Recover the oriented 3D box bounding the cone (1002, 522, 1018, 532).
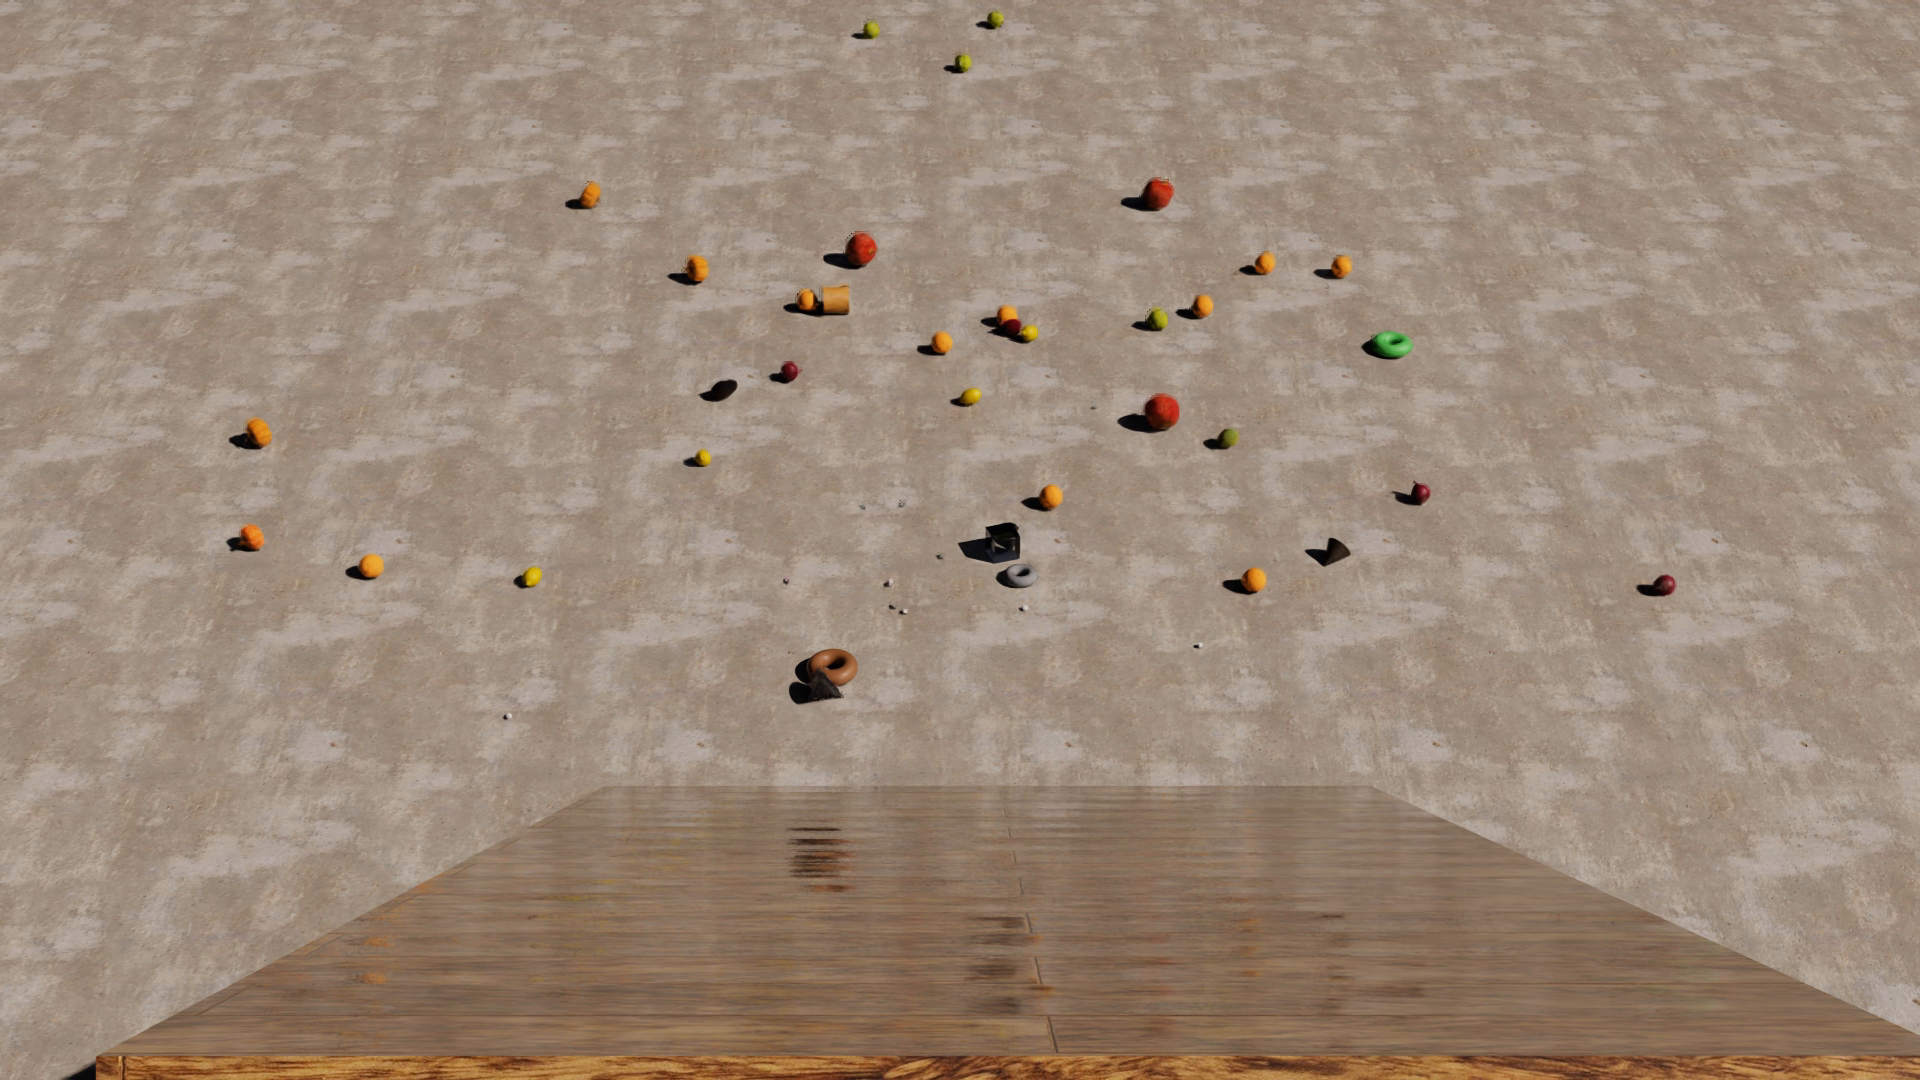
[{"bbox_3d":[0.146,-0.011,7.883,0.063,0.063,0.063,3,60,5],"label":"cone"}]

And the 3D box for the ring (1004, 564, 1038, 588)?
[{"bbox_3d":[0.180,0.105,7.704,0.100,0.033,0.100,-1,34,1],"label":"ring"}]

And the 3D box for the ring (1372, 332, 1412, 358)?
[{"bbox_3d":[1.476,-0.666,8.855,0.136,0.045,0.136,-1,33,1],"label":"ring"}]

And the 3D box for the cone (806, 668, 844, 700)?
[{"bbox_3d":[-0.366,0.419,7.221,0.098,0.098,0.098,24,32,-12],"label":"cone"}]

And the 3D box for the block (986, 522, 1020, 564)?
[{"bbox_3d":[0.128,0.009,7.805,0.082,0.082,0.082,-11,35,-16],"label":"block"}]

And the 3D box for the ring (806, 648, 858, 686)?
[{"bbox_3d":[-0.359,0.359,7.308,0.146,0.049,0.146,-1,35,0],"label":"ring"}]

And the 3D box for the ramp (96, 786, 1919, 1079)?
[{"bbox_3d":[0.074,0.647,4.776,2.000,0.100,4.000,0,-1,0],"label":"ramp"}]

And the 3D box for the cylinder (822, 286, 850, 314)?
[{"bbox_3d":[-0.434,-0.840,9.072,0.092,0.092,0.092,-3,34,-5],"label":"cylinder"}]

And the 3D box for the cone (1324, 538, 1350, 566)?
[{"bbox_3d":[1.113,0.051,7.782,0.082,0.082,0.082,28,69,36],"label":"cone"}]
